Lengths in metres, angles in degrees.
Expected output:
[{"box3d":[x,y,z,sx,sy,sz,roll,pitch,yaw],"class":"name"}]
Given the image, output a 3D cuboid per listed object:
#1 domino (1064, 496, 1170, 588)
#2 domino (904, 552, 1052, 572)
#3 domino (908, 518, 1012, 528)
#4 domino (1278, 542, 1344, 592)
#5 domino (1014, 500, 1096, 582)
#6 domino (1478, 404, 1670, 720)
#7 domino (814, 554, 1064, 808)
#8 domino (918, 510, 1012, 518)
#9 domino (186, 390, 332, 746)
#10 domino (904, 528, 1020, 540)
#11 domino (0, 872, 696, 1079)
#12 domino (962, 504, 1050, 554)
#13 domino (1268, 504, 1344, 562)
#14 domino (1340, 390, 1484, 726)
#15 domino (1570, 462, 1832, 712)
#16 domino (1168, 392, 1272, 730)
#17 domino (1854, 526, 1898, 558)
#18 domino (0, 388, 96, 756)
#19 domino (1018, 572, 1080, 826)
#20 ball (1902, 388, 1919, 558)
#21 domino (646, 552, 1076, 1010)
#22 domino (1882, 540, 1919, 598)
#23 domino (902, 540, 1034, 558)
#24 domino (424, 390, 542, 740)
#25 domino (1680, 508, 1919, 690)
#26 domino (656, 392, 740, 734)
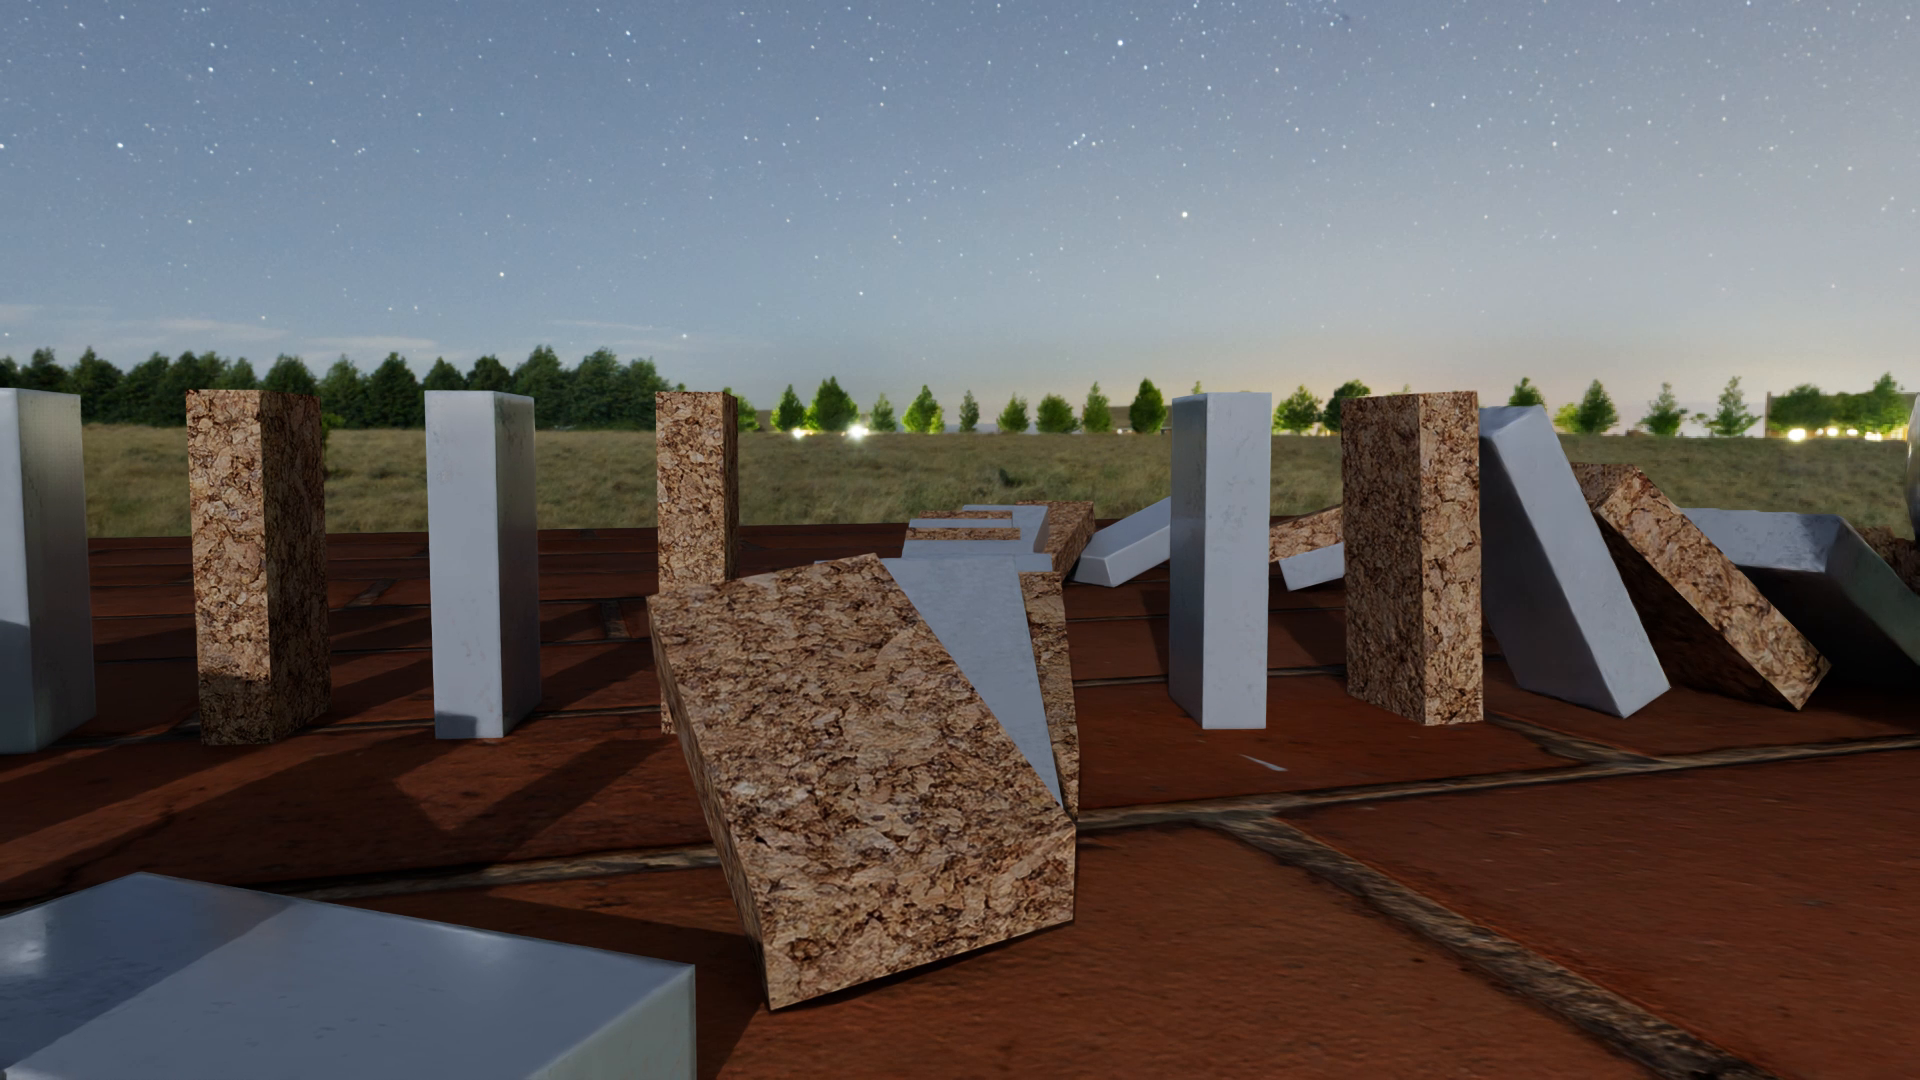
[{"box3d":[0.058,0.000,0.399,0.050,0.009,0.025,-25,16,-27],"class":"domino"},{"box3d":[0.002,0.016,0.197,0.025,0.009,0.050,0,22,2],"class":"domino"},{"box3d":[-0.001,0.009,0.293,0.025,0.009,0.050,0,22,2],"class":"domino"},{"box3d":[0.120,0.003,0.368,0.050,0.010,0.025,-18,-5,29],"class":"domino"},{"box3d":[0.022,0.001,0.386,0.025,0.009,0.050,2,23,20],"class":"domino"},{"box3d":[0.092,0.003,0.207,0.009,0.050,0.025,-30,10,-9],"class":"domino"},{"box3d":[-0.004,0.018,0.140,0.025,0.010,0.050,-2,27,-2],"class":"domino"},{"box3d":[0.000,0.006,0.325,0.025,0.009,0.050,0,22,3],"class":"domino"},{"box3d":[-0.104,0.003,0.192,0.010,0.050,0.025,-1,4,-8],"class":"domino"},{"box3d":[0.000,0.011,0.261,0.025,0.009,0.050,0,22,2],"class":"domino"},{"box3d":[-0.045,0.032,0.079,0.050,0.009,0.025,2,5,21],"class":"domino"},{"box3d":[0.009,0.004,0.357,0.025,0.009,0.050,1,22,12],"class":"domino"},{"box3d":[0.091,0.001,0.384,0.050,0.009,0.025,-18,-1,17],"class":"domino"},{"box3d":[0.072,0.002,0.205,0.010,0.050,0.025,-4,5,-10],"class":"domino"},{"box3d":[0.115,0.007,0.211,0.050,0.009,0.025,40,-5,-13],"class":"domino"},{"box3d":[0.040,0.002,0.202,0.009,0.050,0.025,0,4,-3],"class":"domino"},{"box3d":[0.182,0.008,0.295,0.025,0.009,0.050,-3,-13,-31],"class":"domino"},{"box3d":[-0.136,0.004,0.185,0.010,0.050,0.025,-1,5,-18],"class":"domino"},{"box3d":[0.001,0.018,0.165,0.025,0.010,0.050,0,22,2],"class":"domino"},{"box3d":[0.165,-0.009,0.158,0.080,0.080,0.080,0,4,0],"class":"ball"},{"box3d":[-0.012,0.018,0.118,0.025,0.009,0.050,-11,29,-19],"class":"domino"},{"box3d":[0.175,0.012,0.231,0.025,0.010,0.050,1,-16,16],"class":"domino"},{"box3d":[0.001,0.014,0.229,0.025,0.009,0.050,0,21,2],"class":"domino"},{"box3d":[-0.072,0.003,0.196,0.010,0.050,0.025,0,4,-6],"class":"domino"},{"box3d":[0.144,0.010,0.217,0.050,0.009,0.025,30,-11,-30],"class":"domino"},{"box3d":[-0.040,0.003,0.199,0.010,0.050,0.025,0,4,-5],"class":"domino"}]
